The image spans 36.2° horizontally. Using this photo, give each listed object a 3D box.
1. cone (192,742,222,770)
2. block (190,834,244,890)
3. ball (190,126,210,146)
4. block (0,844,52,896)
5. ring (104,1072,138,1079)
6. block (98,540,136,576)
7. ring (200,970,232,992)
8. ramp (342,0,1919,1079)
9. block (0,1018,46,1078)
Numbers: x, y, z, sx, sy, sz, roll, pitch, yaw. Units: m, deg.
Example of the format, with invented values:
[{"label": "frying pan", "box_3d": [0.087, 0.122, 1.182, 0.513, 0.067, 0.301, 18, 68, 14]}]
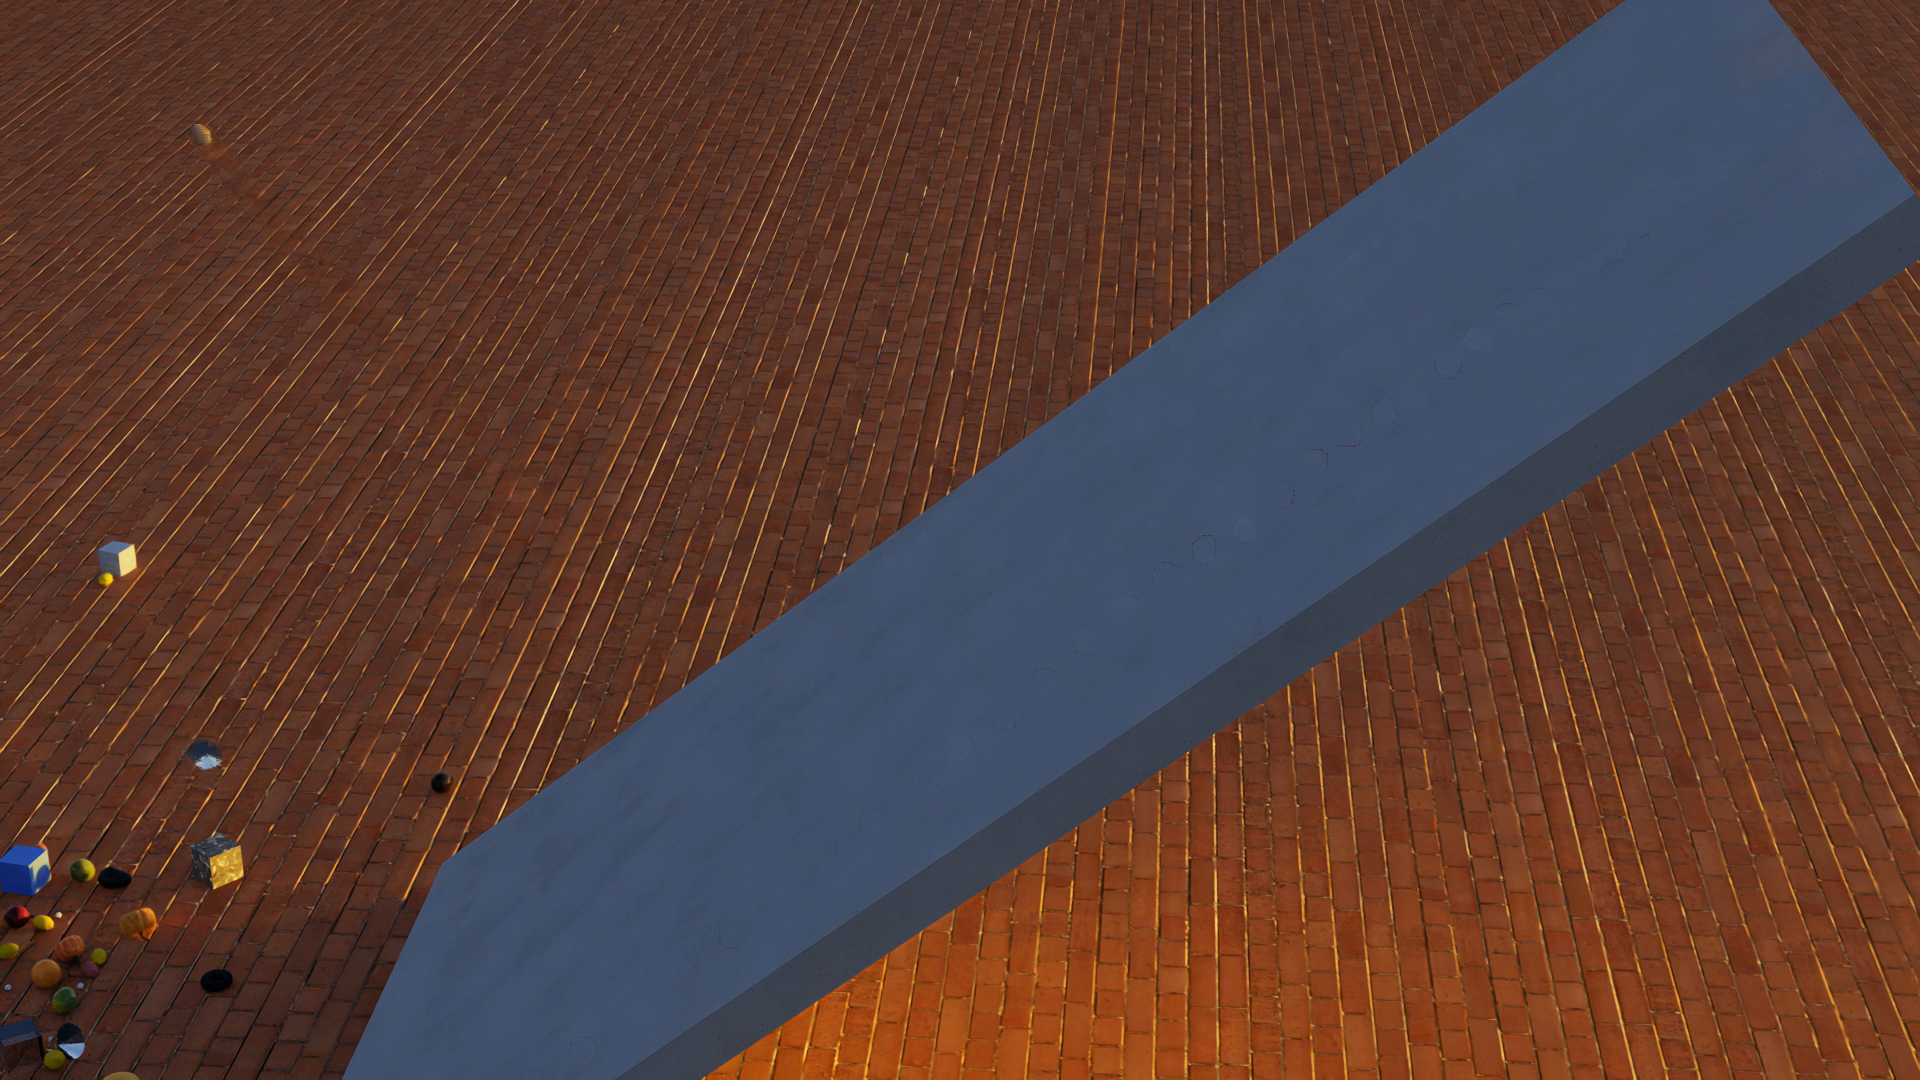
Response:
[{"label": "cone", "box_3d": [-2.189, 0.625, 8.540, 0.082, 0.082, 0.082, -9, -1, -20]}, {"label": "block", "box_3d": [-2.001, 0.865, 7.921, 0.096, 0.096, 0.096, 21, 31, 39]}, {"label": "ball", "box_3d": [-3.721, -1.982, 14.409, 0.098, 0.098, 0.098, 0, 24, 0]}, {"label": "block", "box_3d": [-2.505, 0.885, 7.879, 0.092, 0.092, 0.092, 6, 24, 14]}, {"label": "ring", "box_3d": [-2.002, 1.301, 7.007, 0.096, 0.032, 0.096, 0, 23, 0]}, {"label": "block", "box_3d": [-2.798, 0.062, 9.767, 0.083, 0.083, 0.083, 9, 25, 20]}, {"label": "ring", "box_3d": [-1.880, 1.114, 7.440, 0.080, 0.027, 0.080, 0, 25, 0]}, {"label": "ramp", "box_3d": [0.121, 0.185, 6.340, 4.000, 0.100, 2.000, -36, 16, 18]}, {"label": "block", "box_3d": [-2.269, 1.227, 7.103, 0.090, 0.090, 0.090, -14, 27, -28]}]
